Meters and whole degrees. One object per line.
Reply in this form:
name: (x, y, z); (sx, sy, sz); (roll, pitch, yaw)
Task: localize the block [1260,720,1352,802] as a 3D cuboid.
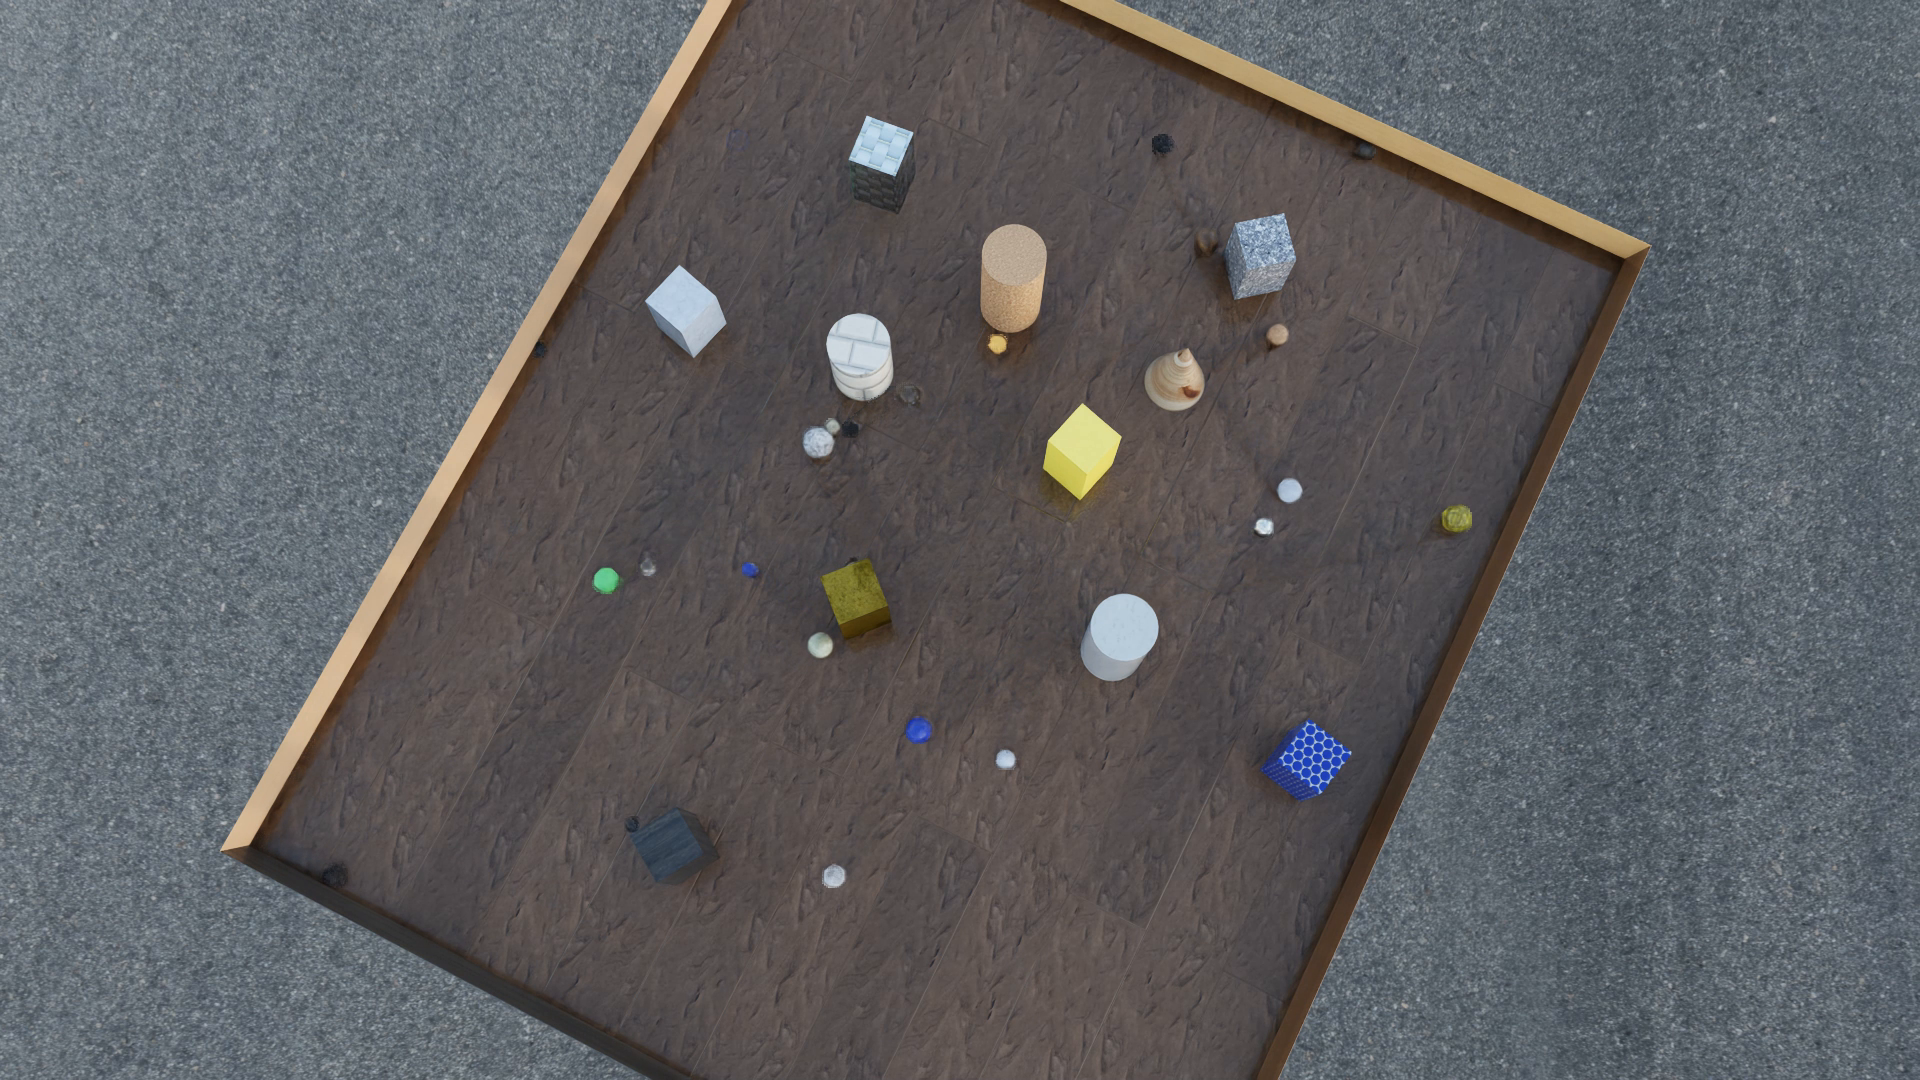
block: (1.001, 0.643, 5.324); (0.151, 0.313, 0.151); (38, 81, 7)

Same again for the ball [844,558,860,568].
ball: (-0.321, 0.090, 5.564); (0.067, 0.067, 0.067); (0, 78, 0)

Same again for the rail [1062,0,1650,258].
rail: (0.789, -1.539, 5.871); (3.008, 0.123, 0.045); (26, 80, 5)

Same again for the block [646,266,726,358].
block: (-0.840, -0.700, 5.633); (0.151, 0.251, 0.151); (41, 81, 8)

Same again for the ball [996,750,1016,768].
ball: (0.137, 0.652, 5.452); (0.058, 0.058, 0.058); (0, 78, 0)

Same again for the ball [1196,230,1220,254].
ball: (0.780, -0.941, 5.773); (0.074, 0.074, 0.074); (0, 78, 0)

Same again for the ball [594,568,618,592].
ball: (-1.072, 0.120, 5.553); (0.075, 0.075, 0.075); (0, 78, 0)

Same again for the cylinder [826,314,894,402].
cylinder: (-0.302, -0.554, 5.586); (0.189, 0.284, 0.189); (0, 78, 0)

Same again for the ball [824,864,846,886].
ball: (-0.368, 0.985, 5.381); (0.063, 0.063, 0.063); (0, 78, 0)

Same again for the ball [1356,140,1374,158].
ball: (1.291, -1.246, 5.844); (0.058, 0.058, 0.058); (0, 78, 0)

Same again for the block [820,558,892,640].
block: (-0.306, 0.178, 5.425); (0.151, 0.302, 0.151); (-22, 79, -4)

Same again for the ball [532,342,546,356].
ball: (-1.314, -0.597, 5.716); (0.047, 0.047, 0.047); (0, 78, 0)

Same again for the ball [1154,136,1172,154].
ball: (0.647, -1.259, 5.848); (0.057, 0.057, 0.057); (0, 78, 0)

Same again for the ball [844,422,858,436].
ball: (-0.337, -0.341, 5.665); (0.043, 0.043, 0.043); (0, 78, 0)

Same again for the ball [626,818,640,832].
ball: (-0.969, 0.843, 5.421); (0.041, 0.041, 0.041); (0, 78, 0)

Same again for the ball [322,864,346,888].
ball: (-1.836, 0.984, 5.378); (0.068, 0.068, 0.068); (0, 78, 0)

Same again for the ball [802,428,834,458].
ball: (-0.435, -0.298, 5.630); (0.095, 0.095, 0.095); (0, 78, 0)

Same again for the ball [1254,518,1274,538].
ball: (0.926, -0.038, 5.594); (0.060, 0.060, 0.060); (0, 78, 0)

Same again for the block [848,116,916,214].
block: (-0.239, -1.162, 5.699); (0.151, 0.308, 0.151); (20, 79, 4)

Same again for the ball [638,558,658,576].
ball: (-0.949, 0.082, 5.571); (0.055, 0.055, 0.055); (0, 78, 0)

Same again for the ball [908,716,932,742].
ball: (-0.120, 0.564, 5.462); (0.075, 0.075, 0.075); (0, 78, 0)

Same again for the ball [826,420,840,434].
ball: (-0.392, -0.348, 5.666); (0.044, 0.044, 0.044); (0, 78, 0)

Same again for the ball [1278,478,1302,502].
ball: (1.008, -0.152, 5.610); (0.074, 0.074, 0.074); (0, 78, 0)

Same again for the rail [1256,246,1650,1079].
rail: (1.324, 0.655, 5.417); (0.045, 0.123, 3.576); (26, 80, 5)

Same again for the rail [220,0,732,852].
rail: (-1.324, -0.642, 5.685); (0.045, 0.123, 3.576); (26, 80, 5)

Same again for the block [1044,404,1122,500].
block: (0.363, -0.261, 5.500); (0.151, 0.334, 0.151); (41, 81, 8)

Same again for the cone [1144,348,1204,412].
cone: (0.670, -0.529, 5.549); (0.189, 0.346, 0.189); (0, 78, 0)

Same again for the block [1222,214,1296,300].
block: (0.922, -0.873, 5.658); (0.151, 0.272, 0.151); (-12, 79, -2)

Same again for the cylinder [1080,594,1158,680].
cylinder: (0.459, 0.288, 5.331); (0.189, 0.442, 0.189); (0, 78, 0)

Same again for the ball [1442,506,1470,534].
ball: (1.512, -0.063, 5.585); (0.086, 0.086, 0.086); (0, 78, 0)

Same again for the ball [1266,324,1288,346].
ball: (0.990, -0.640, 5.716); (0.064, 0.064, 0.064); (0, 78, 0)

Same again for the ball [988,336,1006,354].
ball: (0.118, -0.609, 5.714); (0.056, 0.056, 0.056); (0, 78, 0)

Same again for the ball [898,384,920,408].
ball: (-0.158, -0.447, 5.671); (0.073, 0.073, 0.073); (0, 78, 0)

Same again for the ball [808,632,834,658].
ball: (-0.419, 0.316, 5.512); (0.076, 0.076, 0.076); (0, 78, 0)

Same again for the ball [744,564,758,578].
ball: (-0.636, 0.093, 5.576); (0.041, 0.041, 0.041); (0, 78, 0)

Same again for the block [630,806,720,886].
block: (-0.812, 0.880, 5.249); (0.151, 0.364, 0.151); (-31, 80, -6)

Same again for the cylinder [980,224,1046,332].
cylinder: (0.158, -0.787, 5.557); (0.189, 0.436, 0.189); (0, 78, 0)

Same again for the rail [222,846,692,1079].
rail: (-0.789, 1.552, 5.232); (3.008, 0.123, 0.045); (26, 80, 5)
